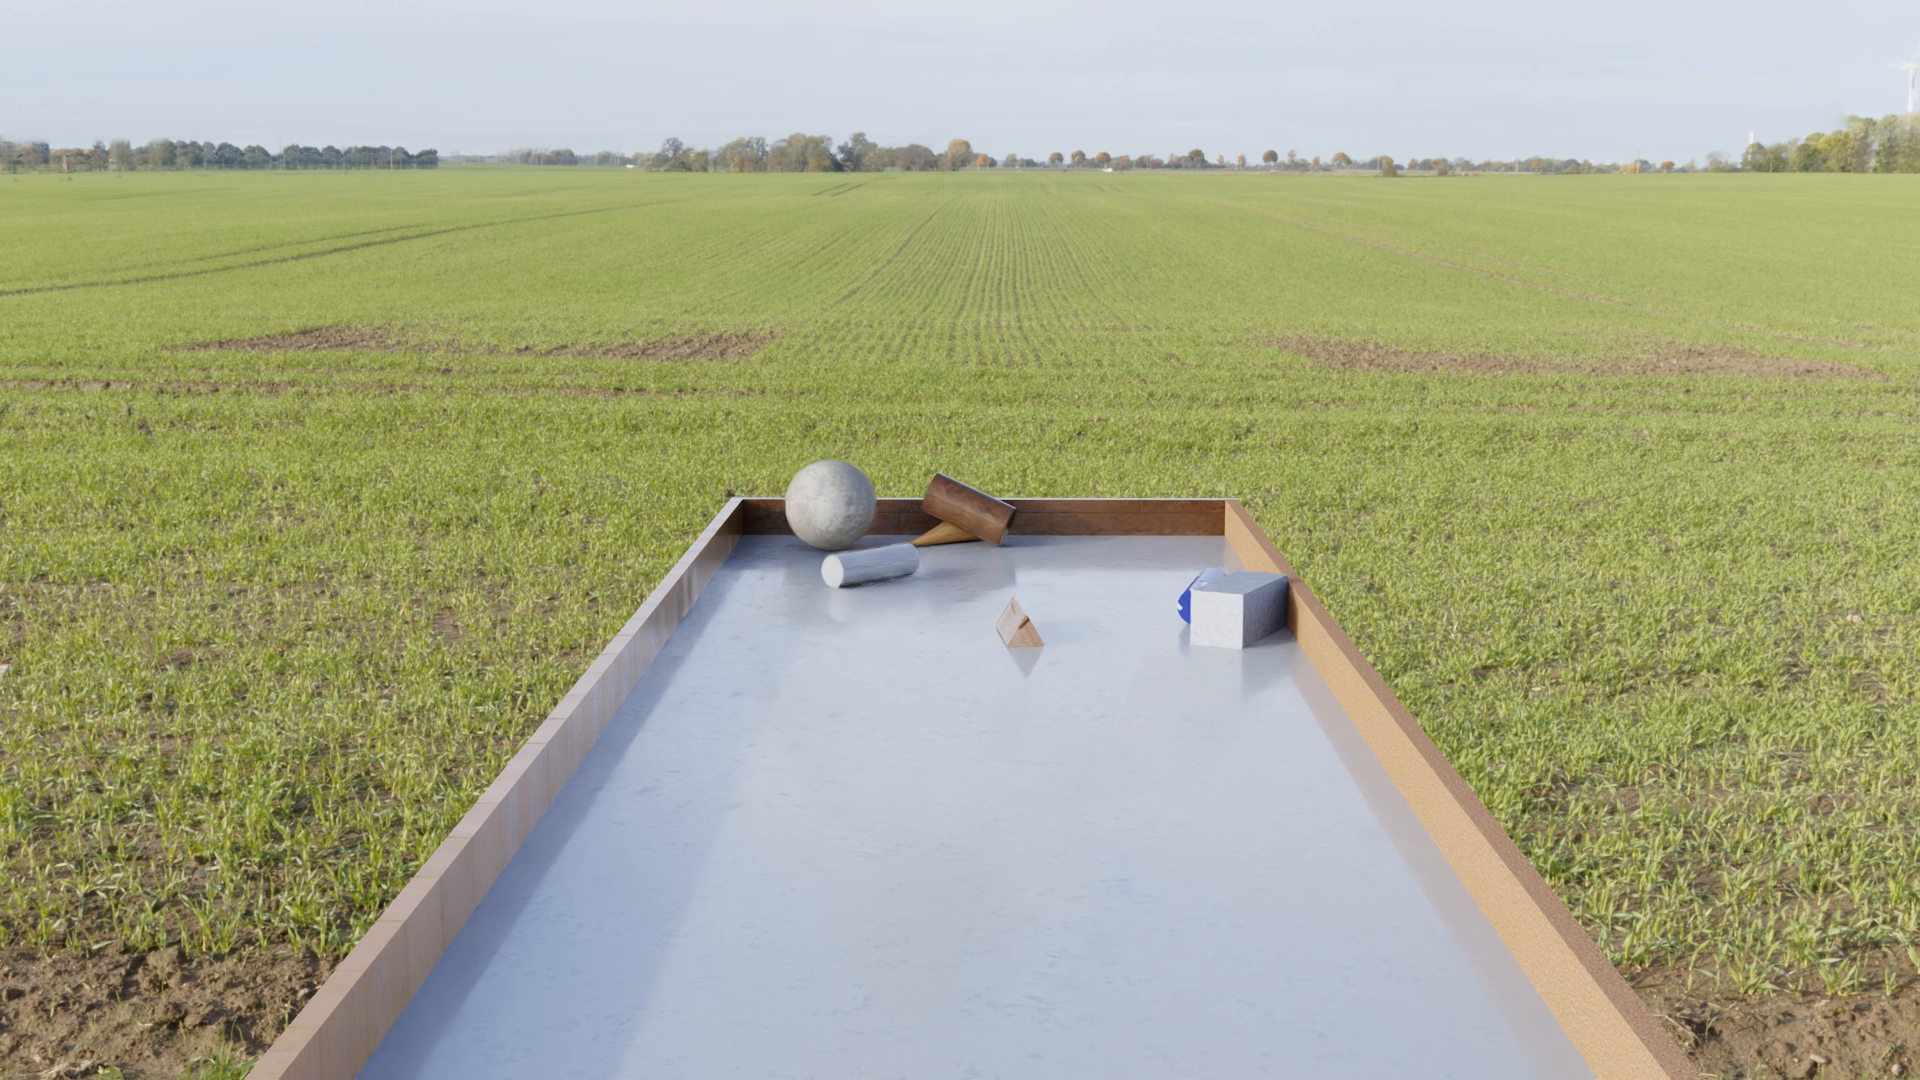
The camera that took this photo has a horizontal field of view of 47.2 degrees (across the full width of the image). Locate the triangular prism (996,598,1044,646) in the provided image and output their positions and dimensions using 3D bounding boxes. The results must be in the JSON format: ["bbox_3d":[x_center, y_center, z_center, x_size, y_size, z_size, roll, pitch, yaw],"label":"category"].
[{"bbox_3d":[0.191,0.258,7.043,0.115,0.100,0.329,-1,9,-6],"label":"triangular prism"}]

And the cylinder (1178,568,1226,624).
[{"bbox_3d":[0.826,0.188,7.440,0.121,0.121,0.425,2,9,14],"label":"cylinder"}]

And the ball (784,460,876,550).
[{"bbox_3d":[-0.517,-0.140,8.742,0.360,0.360,0.360,0,9,0],"label":"ball"}]

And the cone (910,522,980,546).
[{"bbox_3d":[-0.090,-0.018,8.901,0.384,0.142,0.142,-19,19,-34],"label":"cone"}]

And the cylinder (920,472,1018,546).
[{"bbox_3d":[0.036,-0.124,8.850,0.349,0.171,0.171,25,13,7],"label":"cylinder"}]

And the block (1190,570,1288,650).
[{"bbox_3d":[0.900,0.221,7.066,0.173,0.173,0.418,5,10,27],"label":"block"}]

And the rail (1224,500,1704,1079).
[{"bbox_3d":[1.046,0.843,3.208,0.050,0.150,12.000,0,9,1],"label":"rail"}]

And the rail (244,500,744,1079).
[{"bbox_3d":[-1.004,0.839,3.234,0.050,0.150,12.000,0,9,1],"label":"rail"}]

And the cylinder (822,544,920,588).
[{"bbox_3d":[-0.325,0.093,8.052,0.116,0.116,0.380,9,13,44],"label":"cylinder"}]

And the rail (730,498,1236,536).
[{"bbox_3d":[0.099,-0.098,9.147,2.100,0.150,0.050,0,9,1],"label":"rail"}]
